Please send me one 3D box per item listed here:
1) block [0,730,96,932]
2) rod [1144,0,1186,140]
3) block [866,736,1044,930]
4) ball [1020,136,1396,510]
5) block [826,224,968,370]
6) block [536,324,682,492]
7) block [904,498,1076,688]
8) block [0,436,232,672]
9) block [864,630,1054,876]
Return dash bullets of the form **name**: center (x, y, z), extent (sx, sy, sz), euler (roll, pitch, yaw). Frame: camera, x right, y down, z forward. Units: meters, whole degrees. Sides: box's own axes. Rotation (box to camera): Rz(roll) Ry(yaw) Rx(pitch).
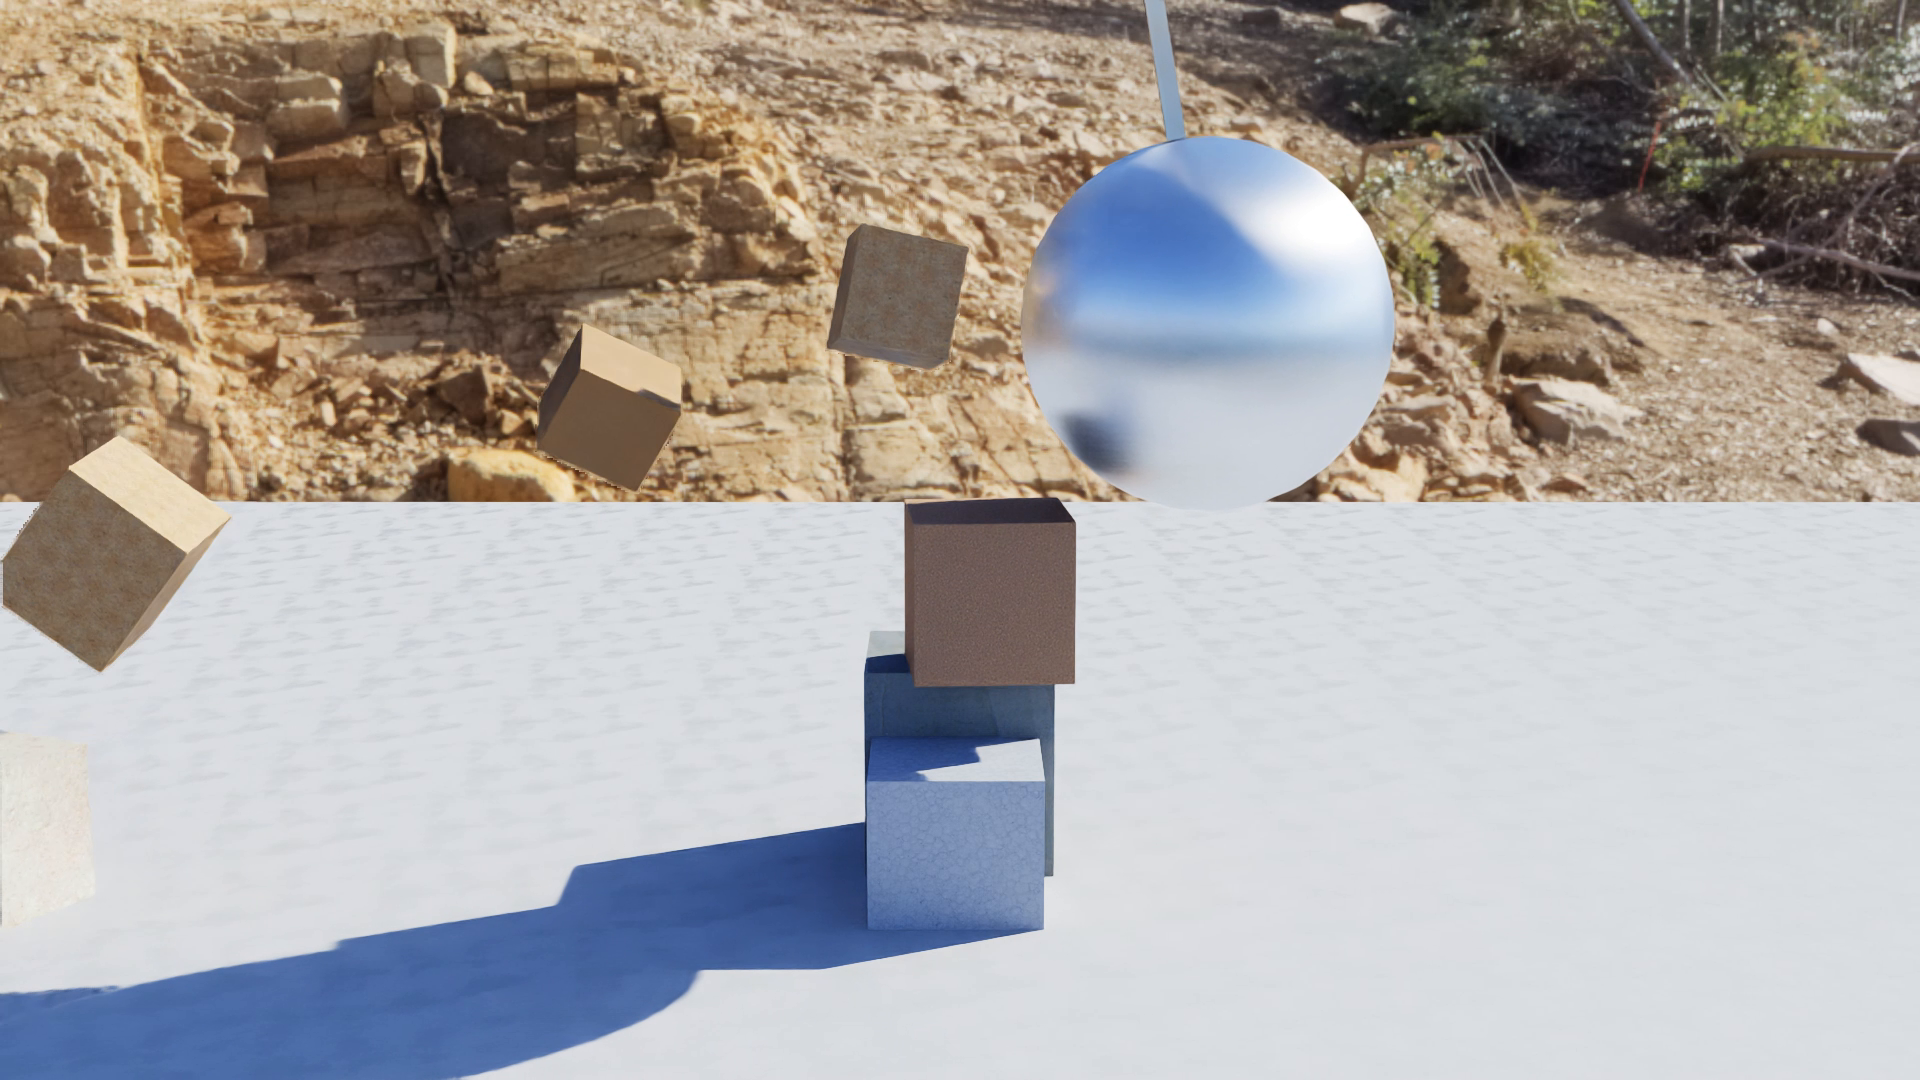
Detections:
- **block**: center (-4.221, 1.236, 10.865), extent (0.699, 0.680, 0.749), euler (5, 11, 25)
- **rod**: center (0.458, -4.218, 10.413), extent (0.080, 5.200, 0.080), euler (-10, 10, 2)
- **block**: center (-0.018, 1.241, 10.958), extent (0.732, 0.638, 0.719), euler (0, 10, 0)
- **ball**: center (1.057, -0.925, 11.012), extent (1.600, 1.600, 1.600), euler (0, 10, 0)
- **block**: center (-0.273, -1.040, 11.044), extent (0.467, 0.490, 0.457), euler (11, -3, -10)
- **block**: center (-1.515, -0.574, 11.088), extent (0.471, 0.429, 0.442), euler (24, 25, -19)
- **block**: center (0.122, 0.218, 11.236), extent (0.690, 0.704, 0.663), euler (-1, 10, -5)
- **block**: center (-3.684, 0.051, 11.118), extent (0.599, 0.665, 0.681), euler (37, 11, -9)
- **block**: center (-0.003, 0.958, 11.712), extent (0.835, 0.924, 0.862), euler (0, 10, 0)
